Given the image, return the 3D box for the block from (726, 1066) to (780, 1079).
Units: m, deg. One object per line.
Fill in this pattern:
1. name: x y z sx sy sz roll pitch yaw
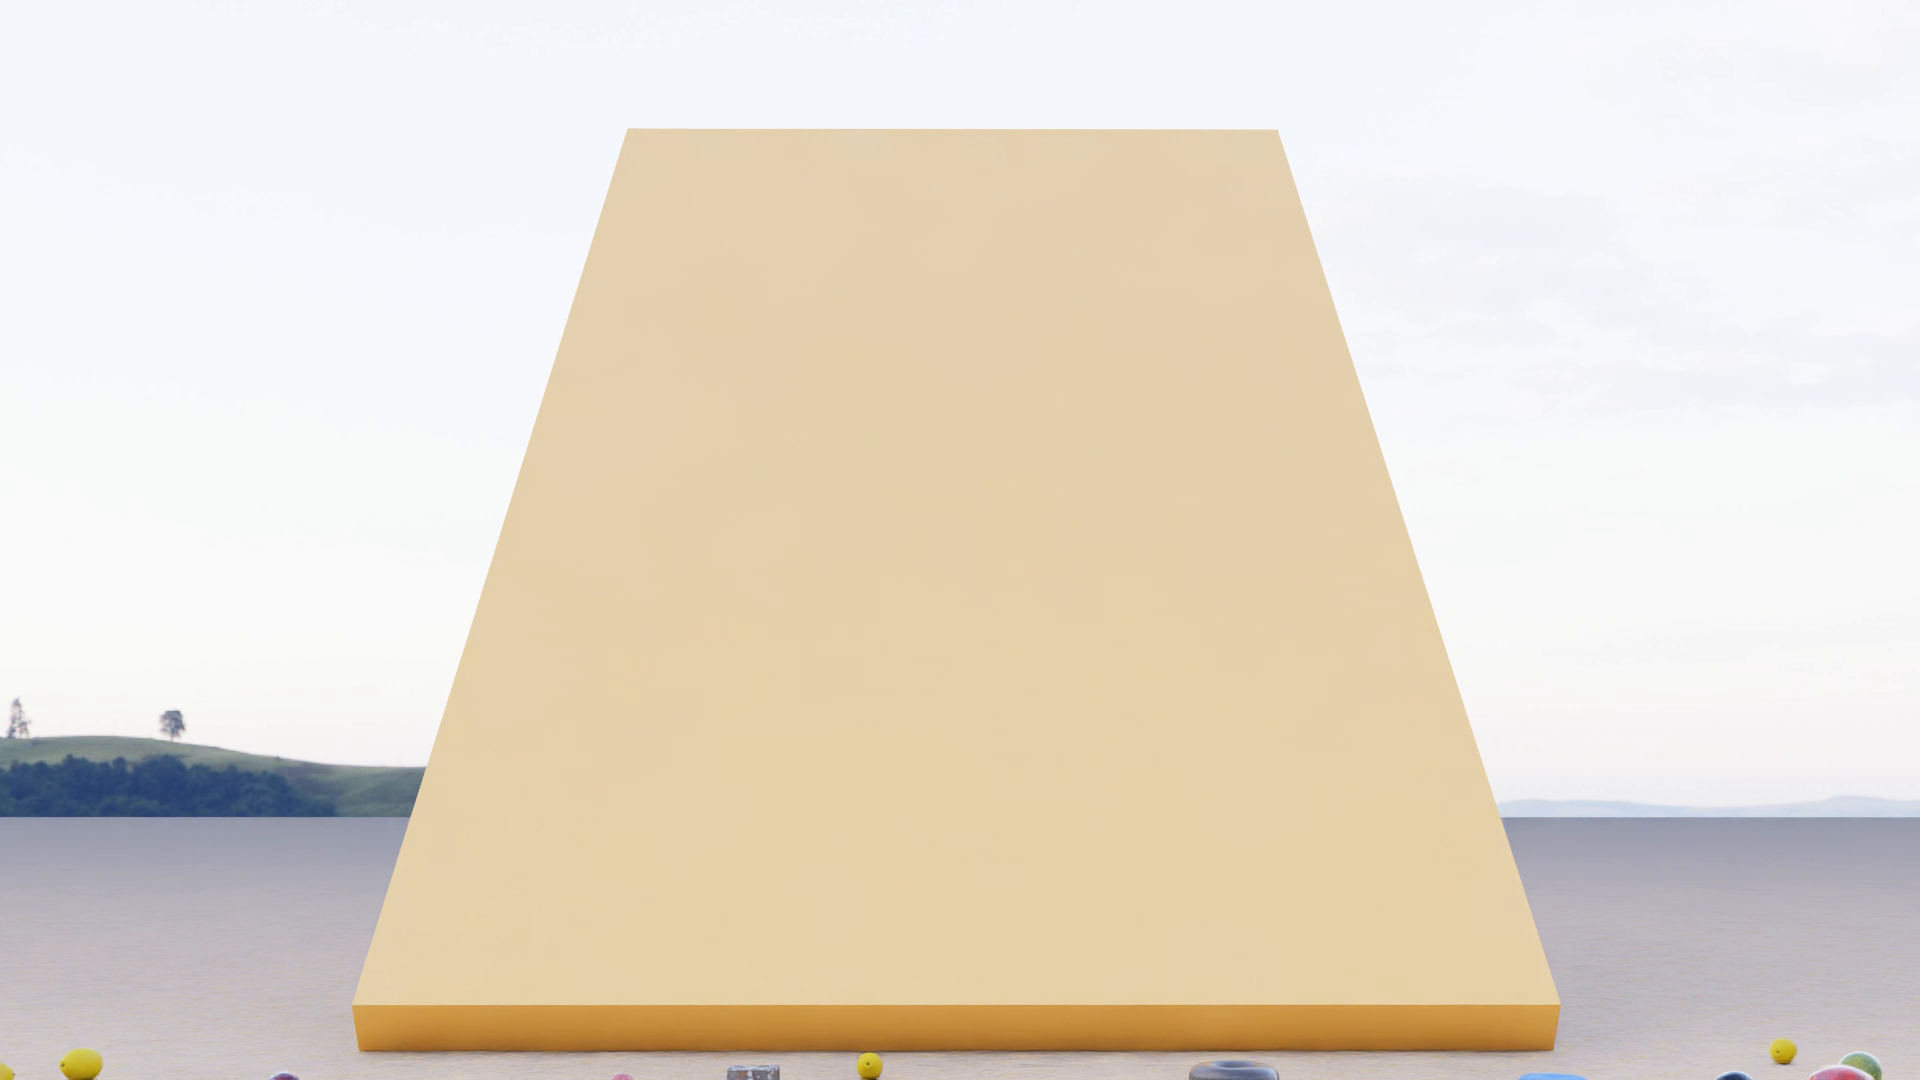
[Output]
1. block: -0.269 0.721 3.159 0.065 0.065 0.065 0 -6 -1

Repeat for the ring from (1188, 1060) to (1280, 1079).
1. ring: 0.388 0.763 3.430 0.129 0.043 0.129 0 -5 0

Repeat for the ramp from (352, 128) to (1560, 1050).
1. ramp: -0.014 -0.205 5.756 2.000 0.100 4.000 0 31 0

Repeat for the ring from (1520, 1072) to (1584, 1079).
1. ring: 0.824 0.760 3.364 0.102 0.034 0.102 1 -7 0
